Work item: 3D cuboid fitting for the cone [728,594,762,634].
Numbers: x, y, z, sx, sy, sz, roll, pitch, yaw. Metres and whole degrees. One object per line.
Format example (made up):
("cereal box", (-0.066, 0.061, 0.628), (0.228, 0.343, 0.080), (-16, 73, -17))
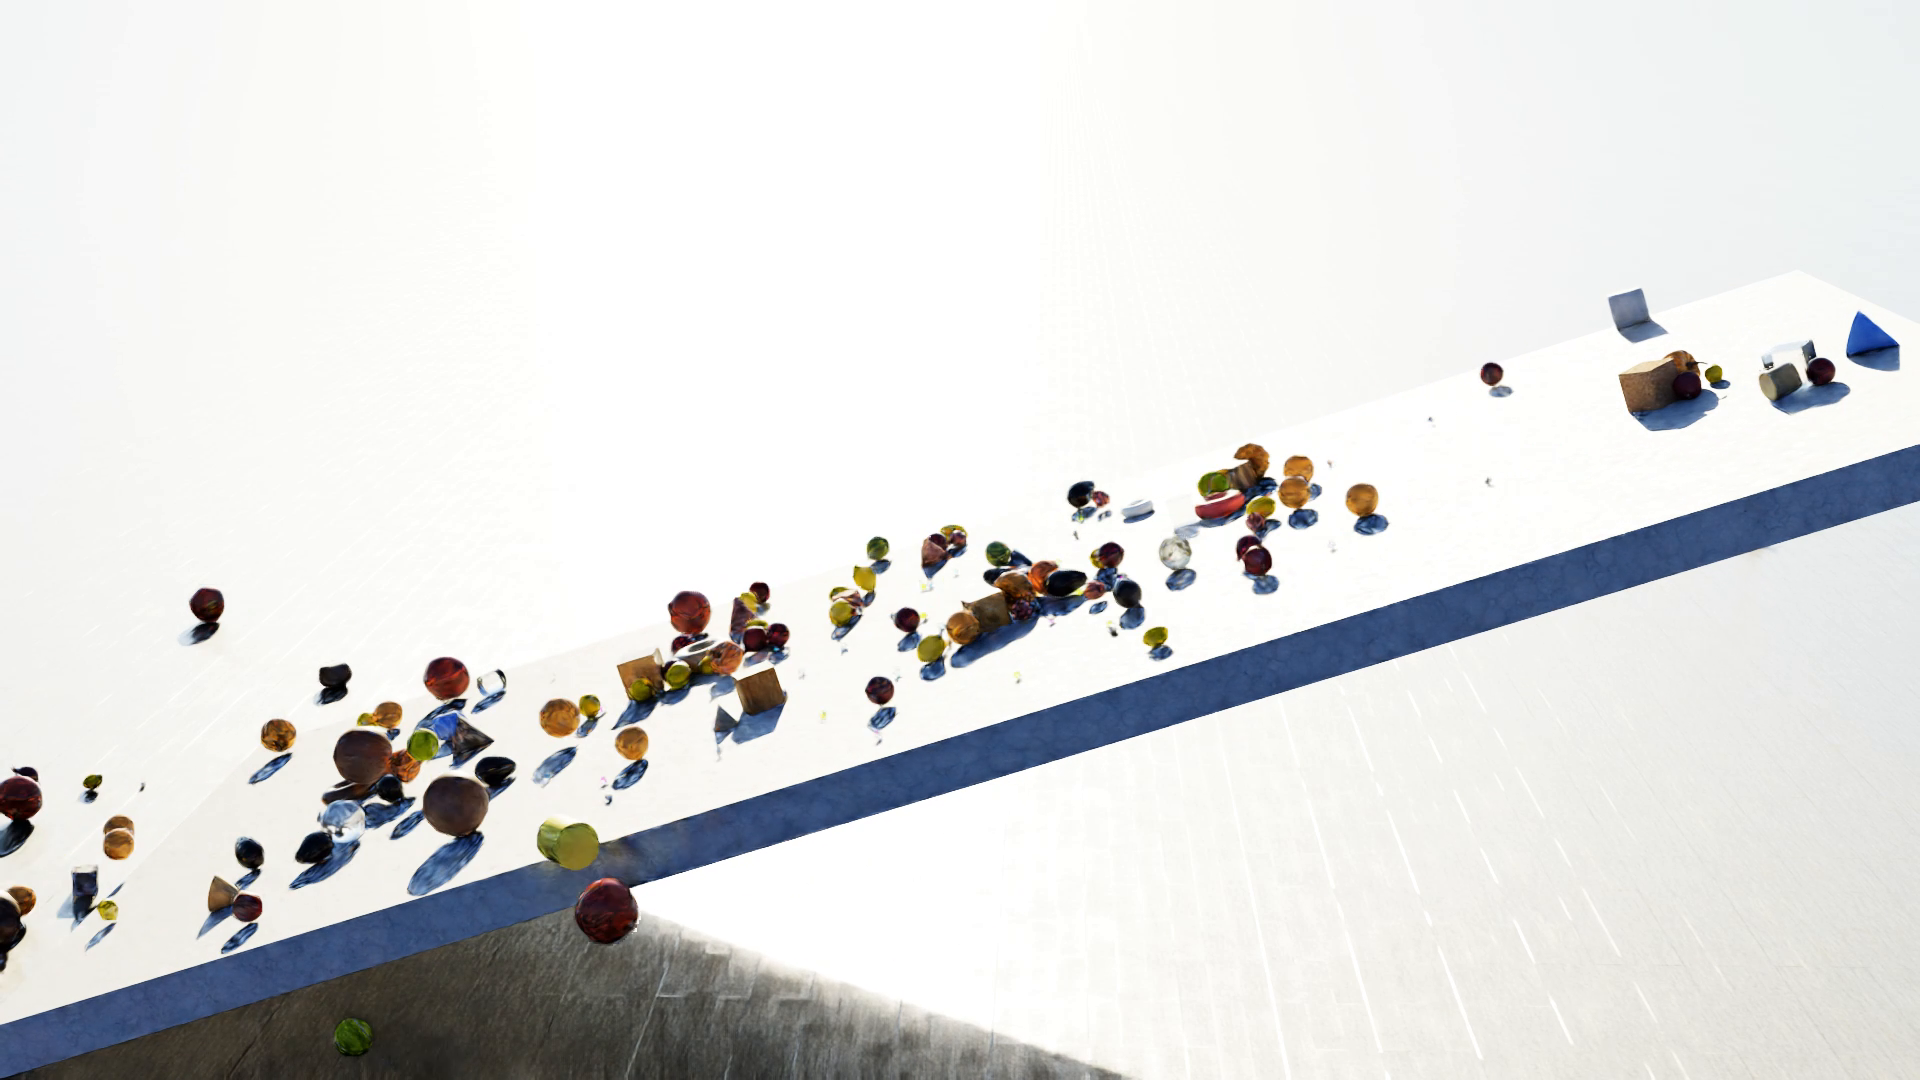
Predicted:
("cone", (-0.518, 0.167, 6.929), (0.087, 0.087, 0.087), (-18, 10, 3))

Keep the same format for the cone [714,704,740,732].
("cone", (-0.484, 0.355, 5.976), (0.056, 0.056, 0.056), (-18, 10, 3))

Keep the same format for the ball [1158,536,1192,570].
("ball", (0.443, 0.026, 6.065), (0.072, 0.072, 0.072), (0, 12, 0))

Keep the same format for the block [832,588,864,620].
("block", (-0.254, 0.146, 6.691), (0.050, 0.050, 0.050), (-14, 11, 22))

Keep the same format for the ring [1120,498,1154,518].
("ring", (0.408, -0.074, 6.768), (0.081, 0.027, 0.081), (-17, 12, 4))

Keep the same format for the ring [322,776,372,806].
("ring", (-1.349, 0.554, 6.468), (0.115, 0.038, 0.115), (-18, 11, 3))

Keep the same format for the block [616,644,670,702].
("block", (-0.708, 0.297, 6.574), (0.087, 0.087, 0.087), (-17, 10, 5))

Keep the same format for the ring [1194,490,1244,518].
("ring", (0.571, -0.077, 6.480), (0.114, 0.038, 0.114), (-17, 11, 3))

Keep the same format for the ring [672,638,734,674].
("ring", (-0.579, 0.263, 6.641), (0.148, 0.049, 0.148), (-17, 11, 3))

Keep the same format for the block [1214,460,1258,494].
("block", (0.623, -0.141, 6.652), (0.062, 0.062, 0.062), (-24, 12, -27))

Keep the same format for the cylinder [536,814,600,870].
("cylinder", (-0.711, 0.548, 5.333), (0.087, 0.087, 0.087), (-7, 8, -30))

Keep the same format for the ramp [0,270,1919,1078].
("ramp", (0.101, 0.183, 6.311), (4.000, 0.100, 2.000), (-17, 10, 5))

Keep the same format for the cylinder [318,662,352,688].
("cylinder", (-1.794, 0.388, 8.446), (0.067, 0.067, 0.067), (8, 14, 34))

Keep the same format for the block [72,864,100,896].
("block", (-1.970, 0.766, 6.623), (0.055, 0.055, 0.055), (-3, 12, -14))

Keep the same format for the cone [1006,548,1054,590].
("cone", (0.157, 0.071, 6.397), (0.095, 0.095, 0.095), (11, 14, 10))

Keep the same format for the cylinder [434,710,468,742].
("cylinder", (-1.169, 0.427, 6.761), (0.060, 0.060, 0.060), (-16, 8, 13))

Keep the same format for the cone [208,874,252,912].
("cone", (-1.445, 0.707, 5.845), (0.078, 0.078, 0.078), (9, 12, 2))

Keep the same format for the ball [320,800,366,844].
("ball", (-1.270, 0.580, 6.051), (0.092, 0.092, 0.092), (0, 12, 0))

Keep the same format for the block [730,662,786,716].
("block", (-0.415, 0.305, 6.054), (0.080, 0.080, 0.080), (-20, 11, -12))

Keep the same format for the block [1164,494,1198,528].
("block", (0.489, -0.064, 6.498), (0.056, 0.056, 0.056), (-17, 10, 4))

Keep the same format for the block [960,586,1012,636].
("block", (0.053, 0.147, 6.098), (0.073, 0.073, 0.073), (-21, 11, -15))

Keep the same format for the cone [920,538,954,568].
("cone", (-0.052, 0.035, 6.963), (0.076, 0.076, 0.076), (8, 11, -7))

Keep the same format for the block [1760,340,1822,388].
("block", (1.669, -0.349, 5.903), (0.079, 0.079, 0.079), (-9, 14, 42))

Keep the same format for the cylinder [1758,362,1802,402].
("cylinder", (1.628, -0.315, 5.840), (0.060, 0.060, 0.060), (-23, 16, -10))

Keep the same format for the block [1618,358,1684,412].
("block", (1.442, -0.322, 6.135), (0.085, 0.085, 0.085), (-25, 13, -34))

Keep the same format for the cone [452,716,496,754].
("cone", (-1.083, 0.443, 6.588), (0.088, 0.088, 0.088), (10, 11, -2))

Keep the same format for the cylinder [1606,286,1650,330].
("cylinder", (1.610, -0.559, 7.080), (0.085, 0.085, 0.085), (-16, 9, 12))
